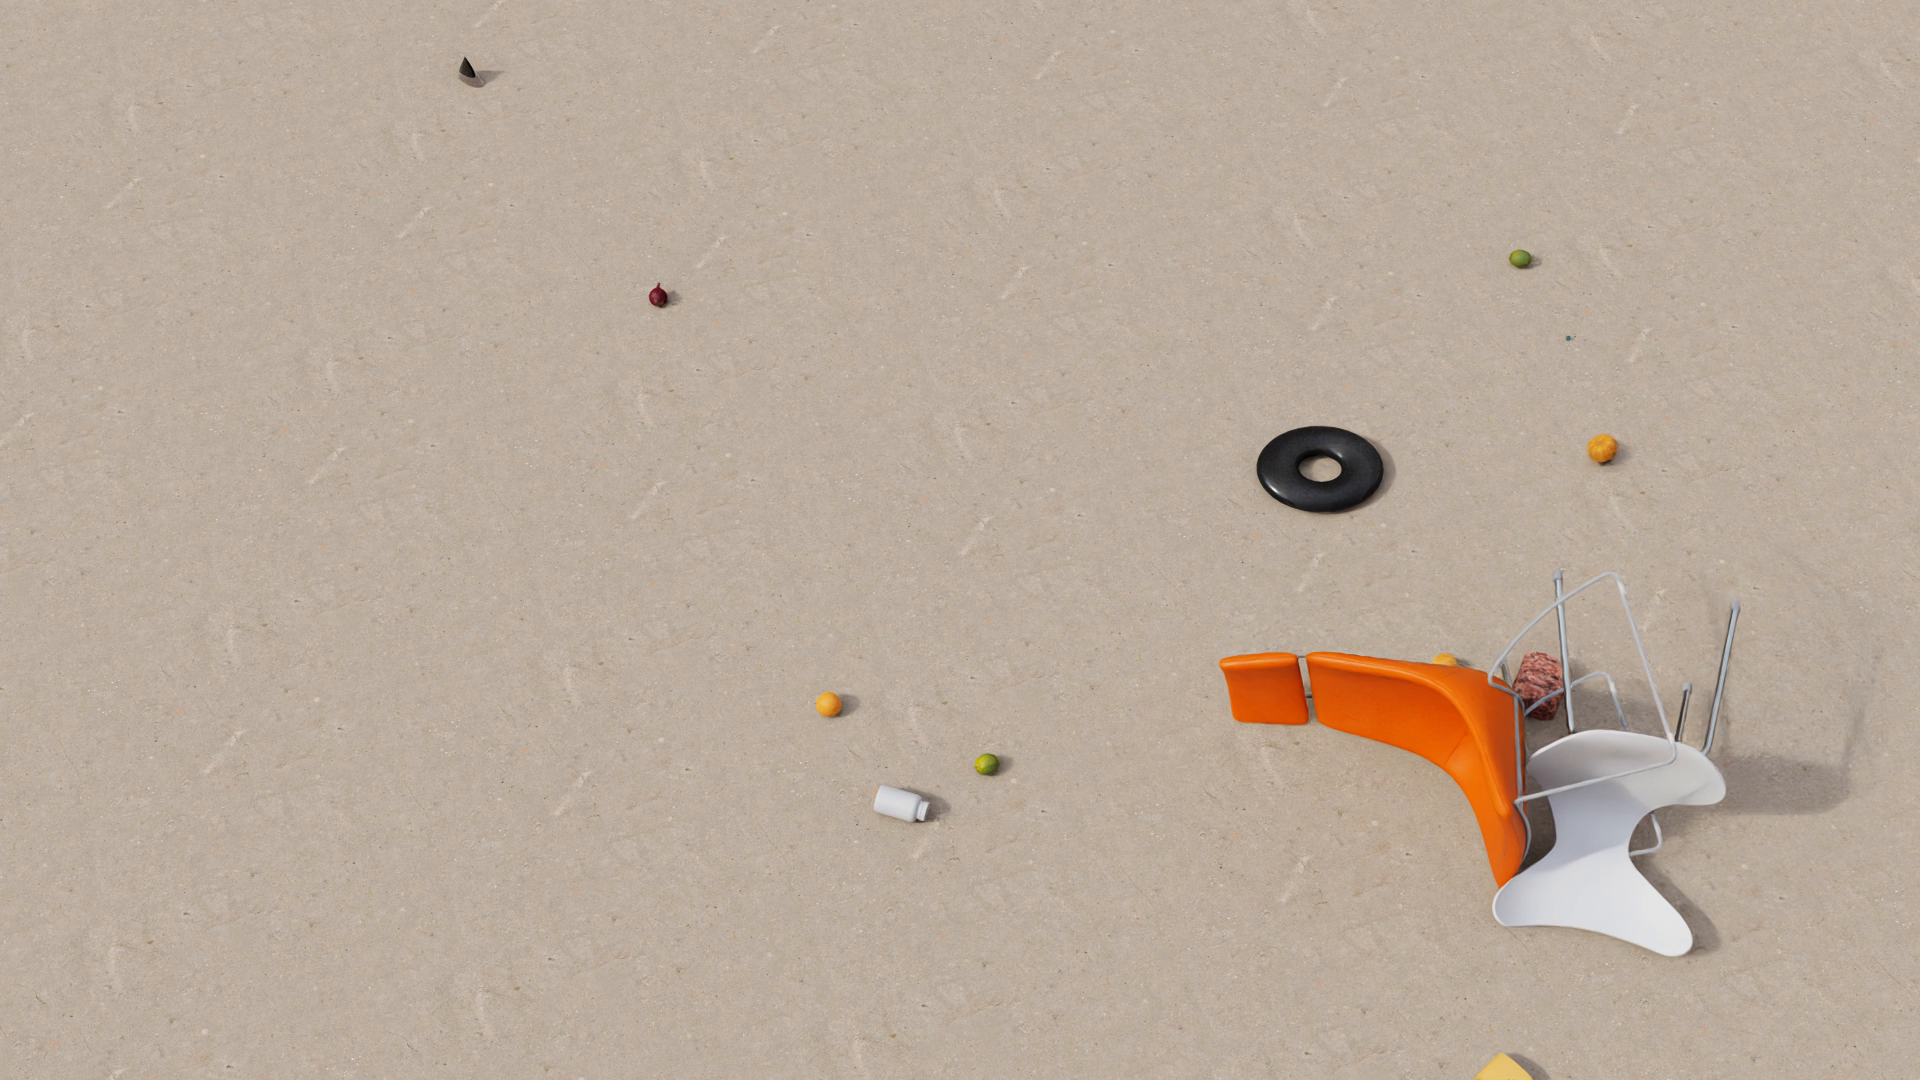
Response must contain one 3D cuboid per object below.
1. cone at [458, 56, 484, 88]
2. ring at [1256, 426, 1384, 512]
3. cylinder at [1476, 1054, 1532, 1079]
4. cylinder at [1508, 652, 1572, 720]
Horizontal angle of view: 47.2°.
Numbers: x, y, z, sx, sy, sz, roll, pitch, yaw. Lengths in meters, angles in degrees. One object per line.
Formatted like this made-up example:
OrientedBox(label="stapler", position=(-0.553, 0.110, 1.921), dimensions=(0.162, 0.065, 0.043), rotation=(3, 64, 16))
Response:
OrientedBox(label="cone", position=(-1.702, -1.633, 7.603), dimensions=(0.121, 0.110, 0.053), rotation=(32, 62, 20))
OrientedBox(label="ring", position=(1.094, -0.217, 6.681), dimensions=(0.389, 0.066, 0.314), rotation=(-5, 57, -4))
OrientedBox(label="cylinder", position=(1.395, 1.384, 5.610), dimensions=(0.092, 0.058, 0.130), rotation=(-37, 61, -22))
OrientedBox(label="cylinder", position=(1.646, 0.415, 6.242), dimensions=(0.138, 0.088, 0.163), rotation=(22, 59, 15))
